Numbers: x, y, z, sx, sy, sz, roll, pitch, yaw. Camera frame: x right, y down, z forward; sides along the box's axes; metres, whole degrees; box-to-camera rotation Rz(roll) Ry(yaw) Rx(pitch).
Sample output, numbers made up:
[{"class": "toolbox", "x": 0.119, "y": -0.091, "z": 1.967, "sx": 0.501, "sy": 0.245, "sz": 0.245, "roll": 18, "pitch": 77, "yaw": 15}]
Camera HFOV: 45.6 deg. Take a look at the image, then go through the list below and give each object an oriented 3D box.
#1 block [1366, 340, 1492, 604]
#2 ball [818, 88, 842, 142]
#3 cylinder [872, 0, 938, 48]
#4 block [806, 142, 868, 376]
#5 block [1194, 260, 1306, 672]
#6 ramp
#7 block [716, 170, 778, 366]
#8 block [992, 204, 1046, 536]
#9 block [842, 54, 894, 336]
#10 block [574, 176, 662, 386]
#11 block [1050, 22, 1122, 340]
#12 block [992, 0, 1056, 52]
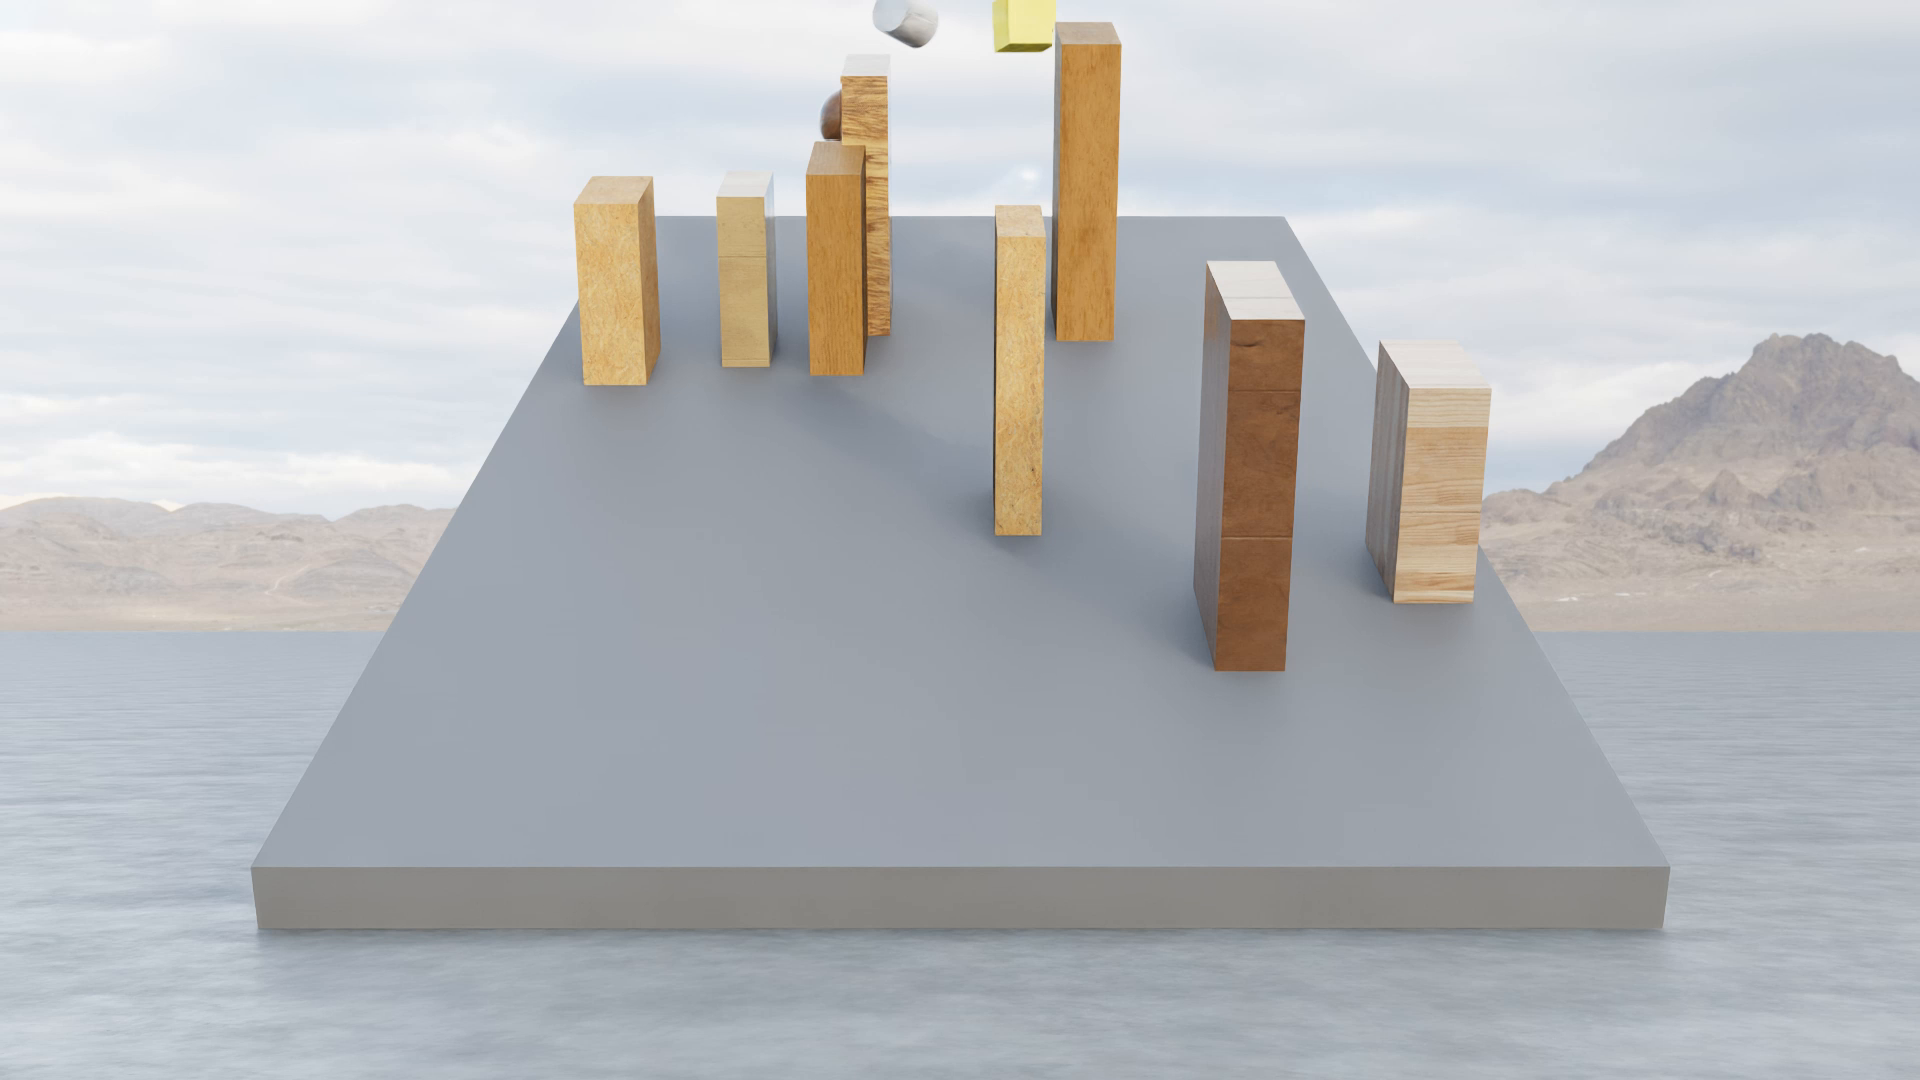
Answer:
[{"class": "block", "x": 0.852, "y": -0.130, "z": 4.182, "sx": 0.143, "sy": 0.405, "sz": 0.303, "roll": 0, "pitch": 21, "yaw": 0}, {"class": "ball", "x": -0.320, "y": -1.239, "z": 6.762, "sx": 0.200, "sy": 0.200, "sz": 0.200, "roll": 0, "pitch": -2, "yaw": 0}, {"class": "cylinder", "x": -0.169, "y": -1.617, "z": 7.072, "sx": 0.146, "sy": 0.146, "sz": 0.146, "roll": -2, "pitch": -11, "yaw": 39}, {"class": "block", "x": -0.292, "y": -0.684, "z": 5.503, "sx": 0.126, "sy": 0.480, "sz": 0.386, "roll": 0, "pitch": 21, "yaw": 0}, {"class": "block", "x": 0.487, "y": -0.132, "z": 3.901, "sx": 0.117, "sy": 0.611, "sz": 0.374, "roll": 0, "pitch": 21, "yaw": 0}, {"class": "ramp", "x": -0.006, "y": -0.216, "z": 5.099, "sx": 2.000, "sy": 0.100, "sz": 4.000, "roll": 0, "pitch": 21, "yaw": 0}, {"class": "block", "x": -0.513, "y": -0.660, "z": 5.533, "sx": 0.113, "sy": 0.413, "sz": 0.290, "roll": 0, "pitch": 21, "yaw": 0}, {"class": "block", "x": 0.113, "y": -0.332, "z": 4.443, "sx": 0.089, "sy": 0.590, "sz": 0.260, "roll": 0, "pitch": 21, "yaw": 0}, {"class": "block", "x": -0.231, "y": -0.872, "z": 5.757, "sx": 0.111, "sy": 0.647, "sz": 0.320, "roll": 0, "pitch": 21, "yaw": 0}, {"class": "block", "x": -0.805, "y": -0.615, "z": 5.394, "sx": 0.145, "sy": 0.429, "sz": 0.295, "roll": 0, "pitch": 21, "yaw": 0}, {"class": "block", "x": 0.311, "y": -0.900, "z": 5.718, "sx": 0.142, "sy": 0.730, "sz": 0.357, "roll": 0, "pitch": 21, "yaw": 0}, {"class": "block", "x": 0.184, "y": -1.473, "z": 6.509, "sx": 0.142, "sy": 0.142, "sz": 0.142, "roll": -4, "pitch": 2, "yaw": -17}]
